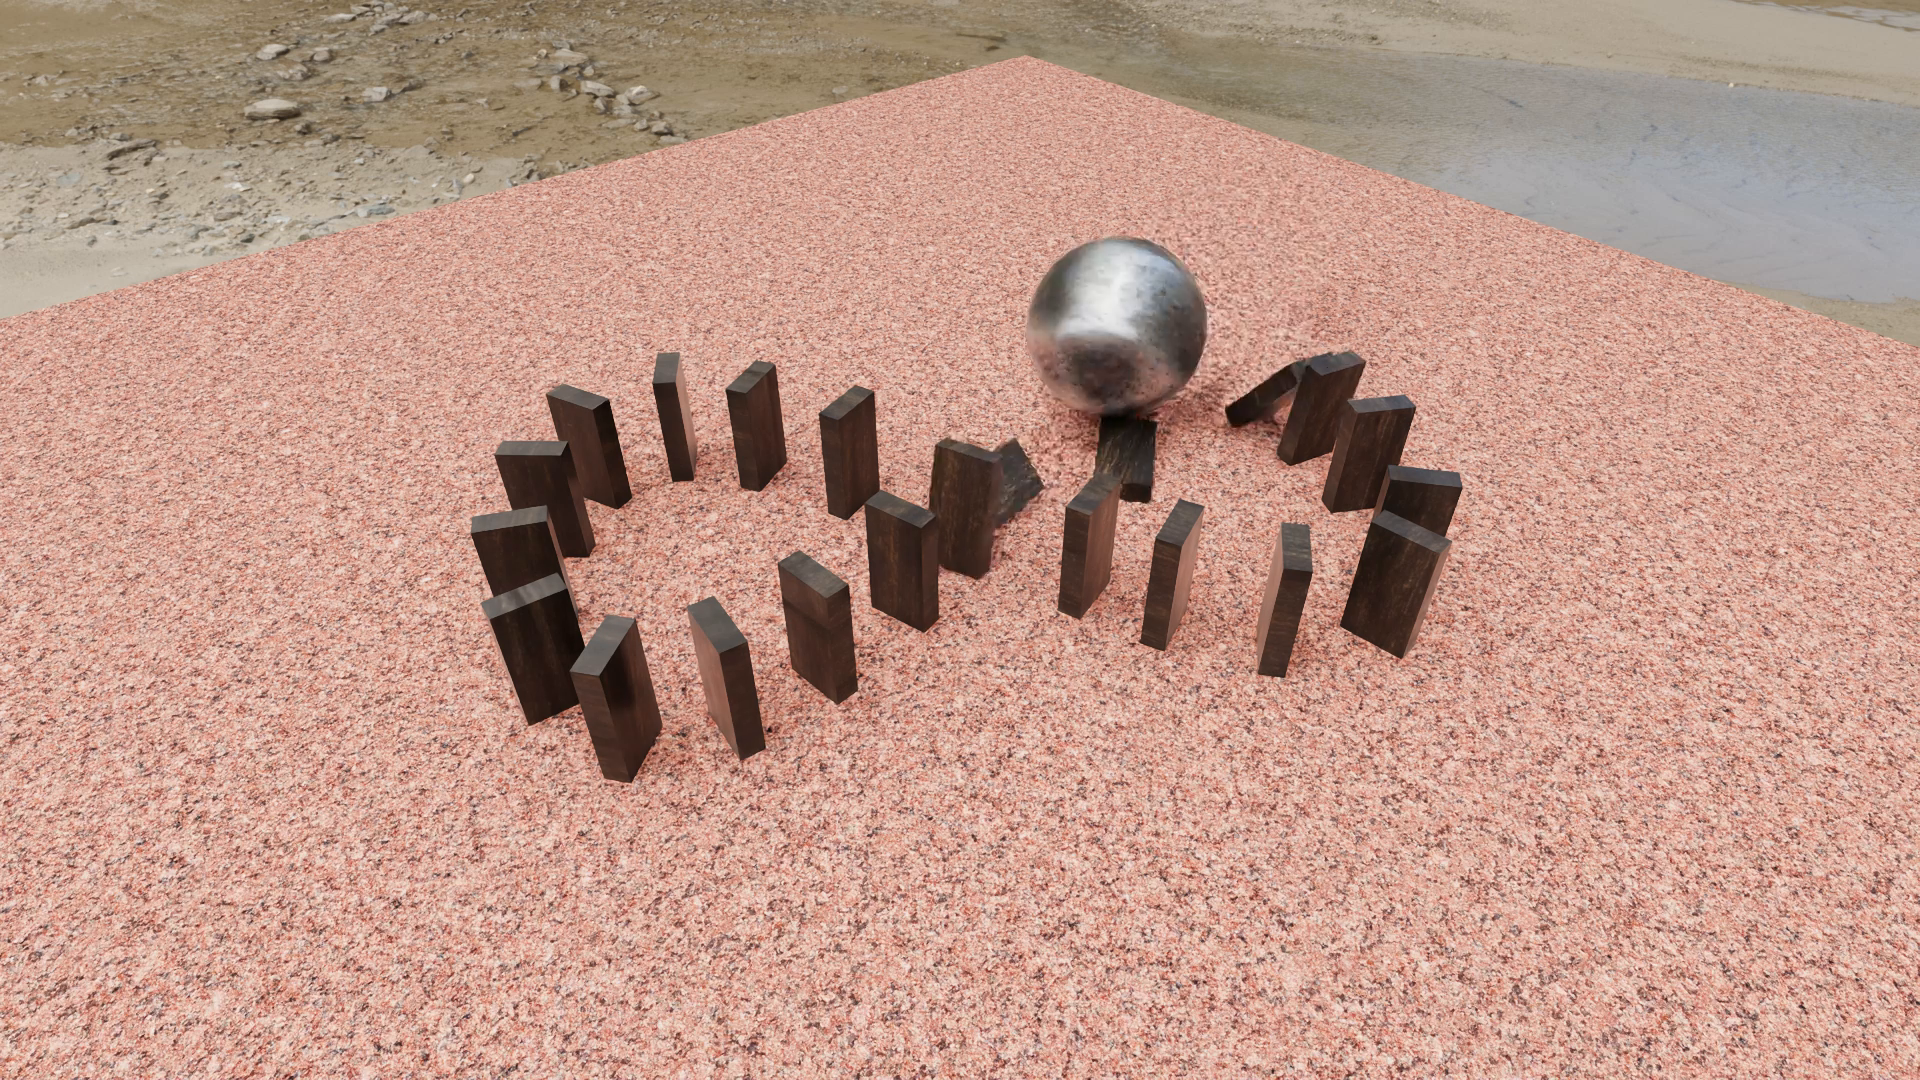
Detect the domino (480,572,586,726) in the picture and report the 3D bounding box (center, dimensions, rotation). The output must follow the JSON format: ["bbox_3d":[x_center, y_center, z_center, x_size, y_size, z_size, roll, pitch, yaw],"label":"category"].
[{"bbox_3d":[-0.139,0.037,0.366,0.025,0.050,0.010,-24,45,-27],"label":"domino"}]

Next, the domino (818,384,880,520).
[{"bbox_3d":[-0.045,-0.036,0.455,0.009,0.050,0.025,21,44,23],"label":"domino"}]

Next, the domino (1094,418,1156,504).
[{"bbox_3d":[0.073,-0.036,0.488,0.025,0.010,0.050,6,40,8],"label":"domino"}]

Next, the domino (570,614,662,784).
[{"bbox_3d":[-0.108,0.051,0.349,0.010,0.050,0.025,8,40,9],"label":"domino"}]

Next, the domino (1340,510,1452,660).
[{"bbox_3d":[0.154,0.016,0.392,0.025,0.050,0.009,32,49,33],"label":"domino"}]

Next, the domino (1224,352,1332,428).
[{"bbox_3d":[0.145,-0.067,0.497,0.025,0.050,0.010,-19,81,-25],"label":"domino"}]

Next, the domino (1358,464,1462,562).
[{"bbox_3d":[0.169,-0.004,0.416,0.025,0.050,0.010,7,40,9],"label":"domino"}]

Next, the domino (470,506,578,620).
[{"bbox_3d":[-0.156,0.012,0.397,0.025,0.050,0.009,-10,40,-12],"label":"domino"}]

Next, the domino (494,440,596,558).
[{"bbox_3d":[-0.162,-0.015,0.430,0.025,0.050,0.009,1,39,1],"label":"domino"}]

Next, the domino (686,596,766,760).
[{"bbox_3d":[-0.075,0.045,0.356,0.010,0.050,0.025,-23,45,-25],"label":"domino"}]

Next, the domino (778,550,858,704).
[{"bbox_3d":[-0.048,0.030,0.375,0.025,0.050,0.010,32,49,33],"label":"domino"}]

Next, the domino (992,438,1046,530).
[{"bbox_3d":[0.012,-0.019,0.455,0.050,0.025,0.010,-40,13,-38],"label":"domino"}]

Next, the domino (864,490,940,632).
[{"bbox_3d":[-0.021,0.008,0.401,0.025,0.050,0.009,24,45,26],"label":"domino"}]

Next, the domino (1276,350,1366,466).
[{"bbox_3d":[0.157,-0.057,0.481,0.025,0.050,0.009,-19,50,-22],"label":"domino"}]

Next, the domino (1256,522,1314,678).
[{"bbox_3d":[0.113,0.021,0.385,0.009,0.050,0.025,7,40,8],"label":"domino"}]

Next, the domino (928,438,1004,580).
[{"bbox_3d":[0.001,-0.012,0.425,0.025,0.050,0.010,19,30,22],"label":"domino"}]

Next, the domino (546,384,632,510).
[{"bbox_3d":[-0.154,-0.039,0.458,0.025,0.050,0.010,19,43,22],"label":"domino"}]

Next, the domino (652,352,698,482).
[{"bbox_3d":[-0.123,-0.053,0.476,0.009,0.050,0.025,-5,40,-6],"label":"domino"}]

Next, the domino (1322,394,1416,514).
[{"bbox_3d":[0.168,-0.035,0.454,0.025,0.050,0.009,-7,40,-8],"label":"domino"}]

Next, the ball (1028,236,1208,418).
[{"bbox_3d":[0.070,-0.095,0.493,0.080,0.080,0.080,0,39,0],"label":"ball"}]

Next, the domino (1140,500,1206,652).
[{"bbox_3d":[0.076,0.013,0.396,0.009,0.050,0.025,18,43,21],"label":"domino"}]

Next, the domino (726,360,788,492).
[{"bbox_3d":[-0.086,-0.048,0.471,0.010,0.050,0.025,14,41,16],"label":"domino"}]

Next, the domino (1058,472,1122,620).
[{"bbox_3d":[0.048,0.002,0.408,0.010,0.050,0.025,22,44,24],"label":"domino"}]
